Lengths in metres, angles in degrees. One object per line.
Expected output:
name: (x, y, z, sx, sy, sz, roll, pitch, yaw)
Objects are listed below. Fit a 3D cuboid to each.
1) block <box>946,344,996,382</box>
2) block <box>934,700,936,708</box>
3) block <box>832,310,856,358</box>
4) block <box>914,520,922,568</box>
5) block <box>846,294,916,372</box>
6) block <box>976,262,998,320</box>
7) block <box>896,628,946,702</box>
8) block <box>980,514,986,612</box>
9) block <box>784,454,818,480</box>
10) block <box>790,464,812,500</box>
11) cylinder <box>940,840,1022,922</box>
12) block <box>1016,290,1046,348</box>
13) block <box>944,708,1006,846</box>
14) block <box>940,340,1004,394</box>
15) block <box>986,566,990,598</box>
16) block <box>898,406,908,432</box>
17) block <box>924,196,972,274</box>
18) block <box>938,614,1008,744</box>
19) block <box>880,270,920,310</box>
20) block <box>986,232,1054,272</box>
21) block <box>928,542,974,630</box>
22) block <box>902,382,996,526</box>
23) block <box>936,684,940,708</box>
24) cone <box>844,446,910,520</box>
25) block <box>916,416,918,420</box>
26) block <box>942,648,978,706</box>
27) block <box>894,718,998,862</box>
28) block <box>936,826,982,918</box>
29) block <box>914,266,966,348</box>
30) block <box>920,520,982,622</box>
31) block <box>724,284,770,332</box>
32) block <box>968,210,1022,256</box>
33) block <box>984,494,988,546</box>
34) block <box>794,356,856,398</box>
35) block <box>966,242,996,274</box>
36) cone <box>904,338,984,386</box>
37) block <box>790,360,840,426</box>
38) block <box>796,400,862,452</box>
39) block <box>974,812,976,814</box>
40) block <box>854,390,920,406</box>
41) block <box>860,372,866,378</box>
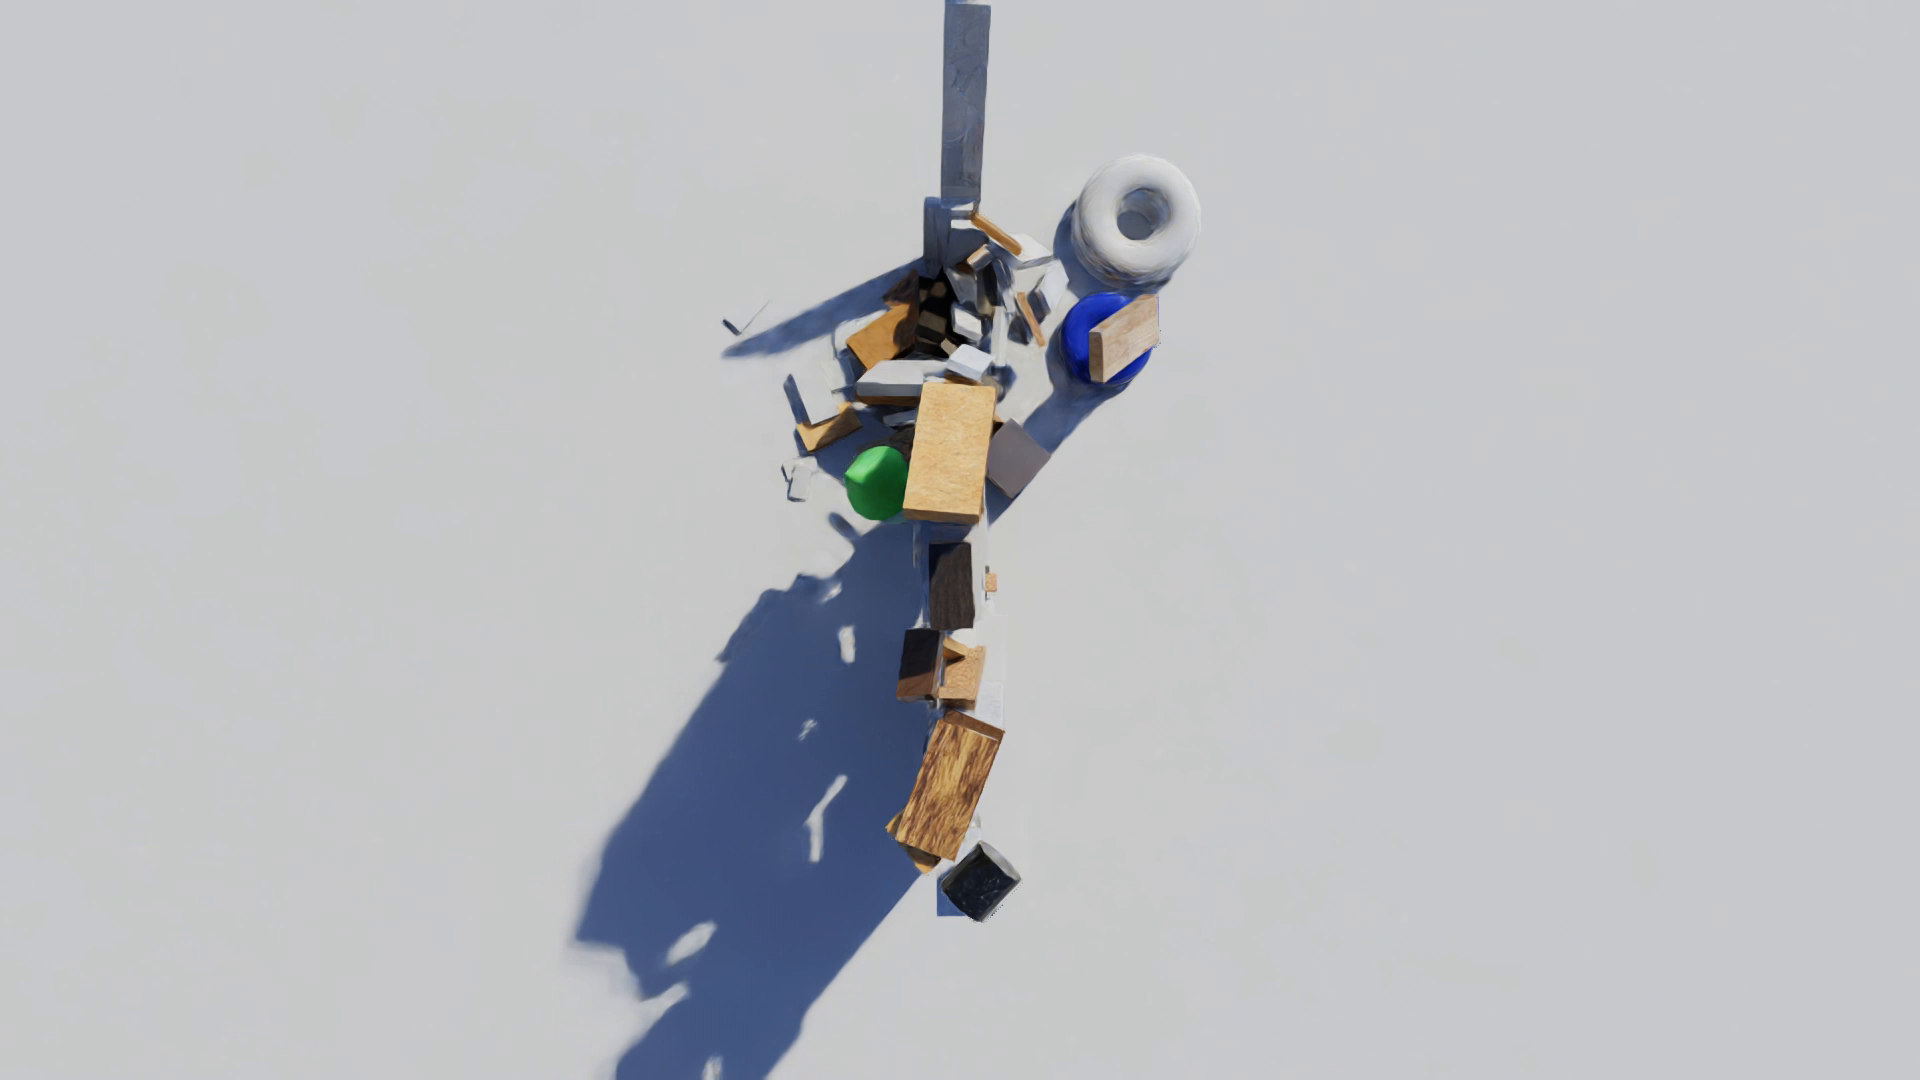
block: (0.029, -0.473, 4.391, 0.095, 0.190, 0.027, 23, 112, 4)
block: (-0.004, 0.636, 5.172, 0.153, 0.043, 0.305, 0, 90, 0)
block: (-0.380, -0.685, 5.490, 0.073, 0.021, 0.147, -6, 90, 0)
block: (-0.061, 0.006, 5.326, 0.175, 0.350, 0.050, -3, 108, 0)
block: (-0.209, -0.677, 5.431, 0.303, 0.043, 0.152, -34, 68, -8)
block: (0.086, -0.799, 5.259, 0.026, 0.091, 0.182, -7, 81, 27)
block: (-0.096, 0.303, 4.031, 0.095, 0.027, 0.190, -8, 54, 22)
block: (-0.013, 0.032, 4.400, 0.159, 0.045, 0.318, -1, 98, 0)
block: (-0.529, -0.242, 5.492, 0.109, 0.015, 0.054, -17, 90, 0)
block: (-0.530, -0.194, 5.480, 0.054, 0.015, 0.109, 12, 100, -5)
cylinder: (0.053, 0.861, 4.160, 0.144, 0.144, 0.144, 42, 95, 0)
block: (0.229, -0.709, 5.304, 0.026, 0.090, 0.181, -24, 102, 6)
block: (-0.013, 0.590, 4.111, 0.152, 0.043, 0.304, 21, 88, 4)
block: (0.038, -0.532, 5.078, 0.031, 0.222, 0.111, -50, 48, 5)
block: (0.021, 0.189, 4.896, 0.117, 0.033, 0.235, 5, 73, 1)
block: (-0.192, -0.364, 5.418, 0.019, 0.067, 0.134, 13, 61, -4)
block: (-0.040, -0.977, 5.329, 0.152, 0.358, 0.043, 3, 65, 1)
block: (0.036, 0.374, 4.475, 0.174, 0.049, 0.348, 3, 84, -4)
block: (-0.185, -0.826, 5.490, 0.147, 0.021, 0.073, -41, 90, 0)
block: (0.190, -0.913, 5.221, 0.126, 0.251, 0.036, 38, 118, 13)
block: (-0.021, 0.107, 3.835, 0.099, 0.028, 0.199, -1, 98, -1)
block: (-0.021, -0.197, 3.711, 0.168, 0.048, 0.336, 5, 61, 6)
block: (-0.011, 0.555, 4.883, 0.123, 0.035, 0.247, 3, 89, -2)
cone: (-0.284, -0.179, 4.802, 0.224, 0.224, 0.224, -3, 83, 23)
block: (-0.023, -0.350, 4.520, 0.161, 0.321, 0.046, 15, 101, 1)
block: (0.003, 0.350, 4.239, 0.081, 0.023, 0.161, -5, 50, 11)
block: (-0.030, 0.571, 3.776, 0.145, 0.041, 0.291, 20, 88, 3)
block: (-0.002, 0.868, 4.321, 0.117, 0.033, 0.235, 0, 93, 0)
block: (-0.028, -0.749, 5.334, 0.161, 0.046, 0.322, 21, 46, -2)
block: (-0.022, 0.054, 4.065, 0.145, 0.041, 0.291, -1, 98, 0)
block: (-0.708, -0.769, 5.490, 0.073, 0.021, 0.147, 42, 90, 0)
block: (0.108, -0.937, 5.036, 0.178, 0.089, 0.025, 33, 108, -19)
block: (-0.018, -0.154, 4.747, 0.176, 0.050, 0.353, -4, 95, 0)
block: (-0.453, -0.541, 5.486, 0.194, 0.028, 0.097, -14, 90, 0)
block: (0.077, -0.898, 5.219, 0.107, 0.015, 0.054, -39, 80, -9)
cone: (-0.056, -0.557, 5.360, 0.280, 0.280, 0.280, 0, 90, 0)
block: (-0.479, -0.488, 5.456, 0.097, 0.028, 0.194, -21, 88, 0)
block: (-0.434, -0.376, 5.478, 0.194, 0.028, 0.097, -26, 80, 0)
block: (0.001, 0.834, 4.584, 0.089, 0.025, 0.177, 0, 93, 0)
block: (-0.178, -0.461, 5.305, 0.303, 0.152, 0.043, 8, 102, 42)
block: (-0.268, -0.509, 5.476, 0.134, 0.019, 0.067, 17, 118, 0)
